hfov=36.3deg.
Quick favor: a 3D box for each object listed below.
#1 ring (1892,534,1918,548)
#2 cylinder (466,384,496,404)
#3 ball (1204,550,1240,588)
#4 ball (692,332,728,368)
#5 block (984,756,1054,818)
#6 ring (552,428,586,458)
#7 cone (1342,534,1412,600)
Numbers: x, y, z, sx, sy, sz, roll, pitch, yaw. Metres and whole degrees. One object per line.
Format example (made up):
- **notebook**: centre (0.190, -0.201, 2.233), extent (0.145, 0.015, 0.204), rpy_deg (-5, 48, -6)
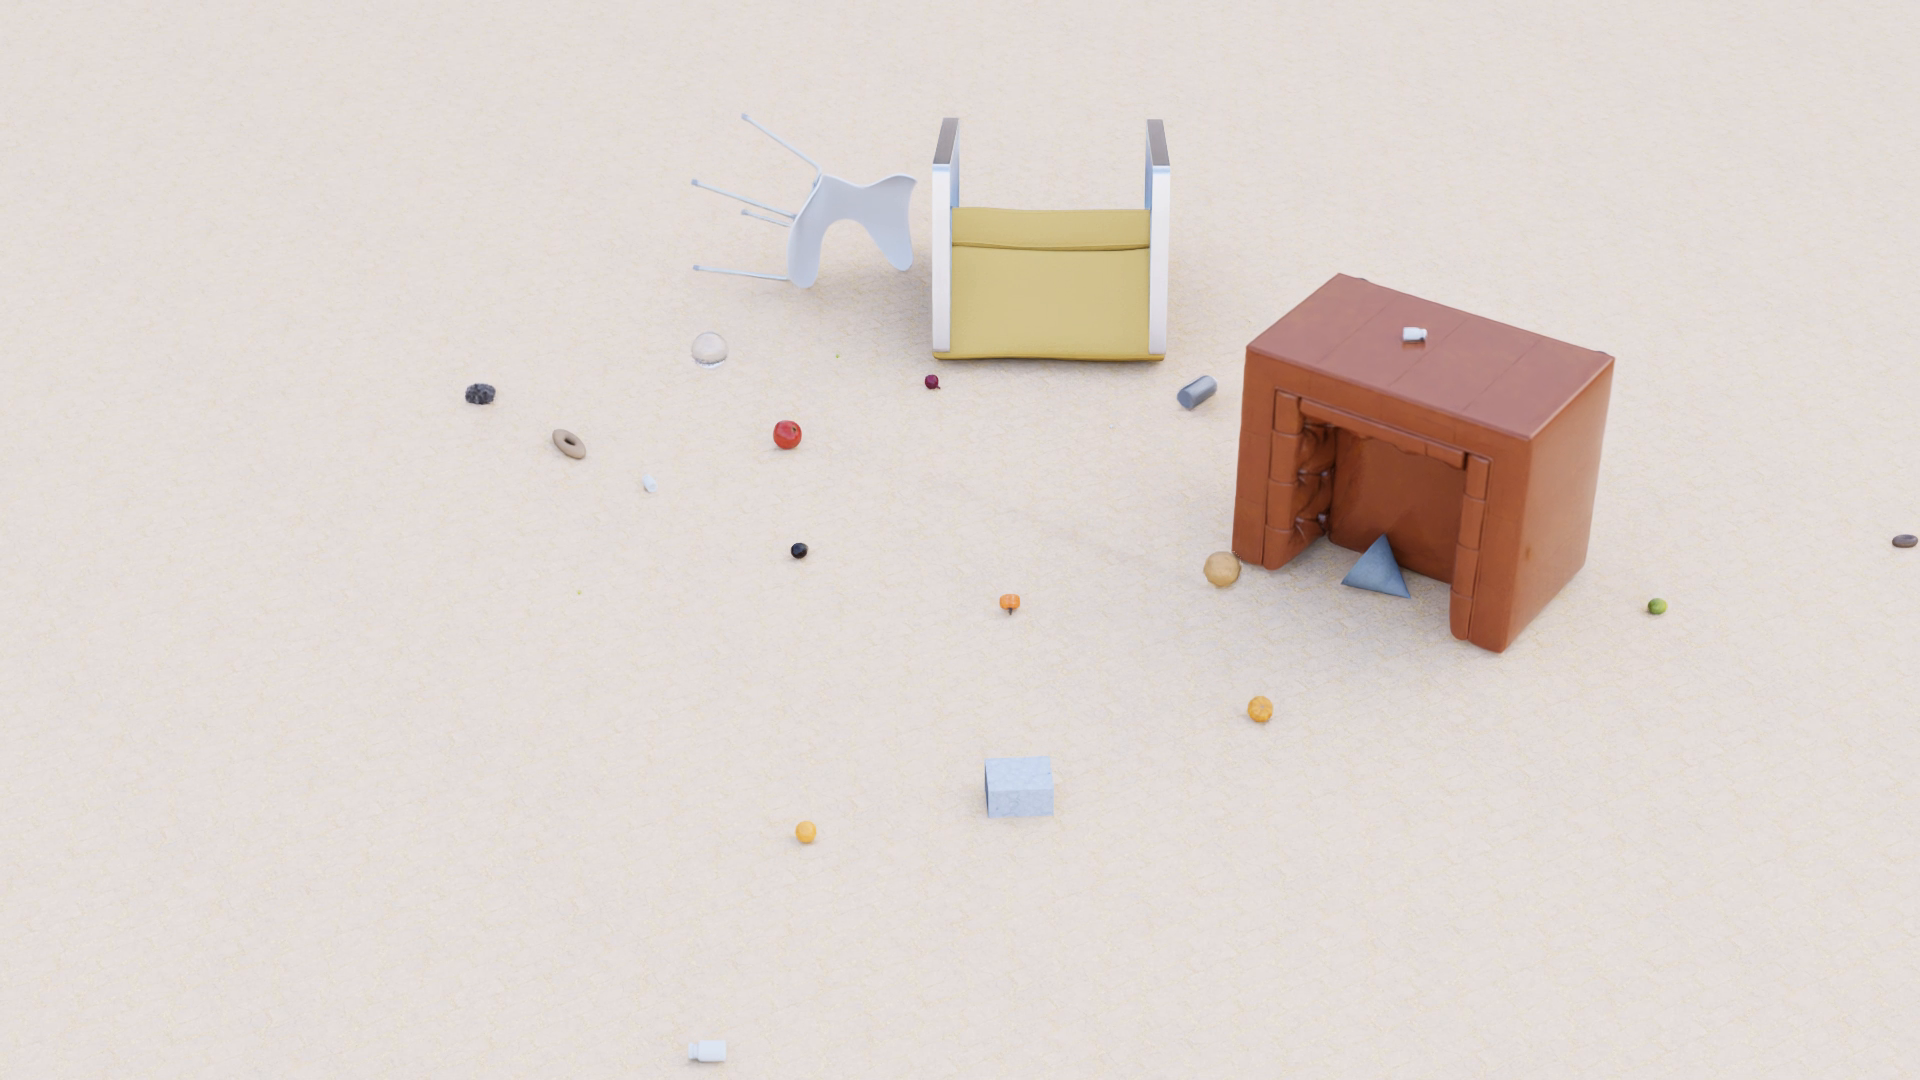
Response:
- **ring**: centre (3.516, 0.004, 10.906), extent (0.101, 0.036, 0.053), rpy_deg (-3, 31, -6)
- **cylinder**: centre (-1.926, -0.586, 11.777), extent (0.116, 0.062, 0.061), rpy_deg (0, 33, -1)
- **ball**: centre (0.954, 0.105, 10.664), extent (0.133, 0.133, 0.133), rpy_deg (0, 33, 0)
- **ball**: centre (-1.024, -0.776, 11.986), extent (0.150, 0.150, 0.150), rpy_deg (0, 33, 0)
- **block**: centre (0.194, 0.810, 9.614), extent (0.213, 0.112, 0.173), rpy_deg (-2, 33, -3)
- **ring**: centre (-1.530, -0.377, 11.477), extent (0.089, 0.045, 0.221), rpy_deg (-20, 39, -30)
- **cone**: centre (1.550, 0.142, 10.640), extent (0.228, 0.213, 0.255), rpy_deg (41, 63, 11)
